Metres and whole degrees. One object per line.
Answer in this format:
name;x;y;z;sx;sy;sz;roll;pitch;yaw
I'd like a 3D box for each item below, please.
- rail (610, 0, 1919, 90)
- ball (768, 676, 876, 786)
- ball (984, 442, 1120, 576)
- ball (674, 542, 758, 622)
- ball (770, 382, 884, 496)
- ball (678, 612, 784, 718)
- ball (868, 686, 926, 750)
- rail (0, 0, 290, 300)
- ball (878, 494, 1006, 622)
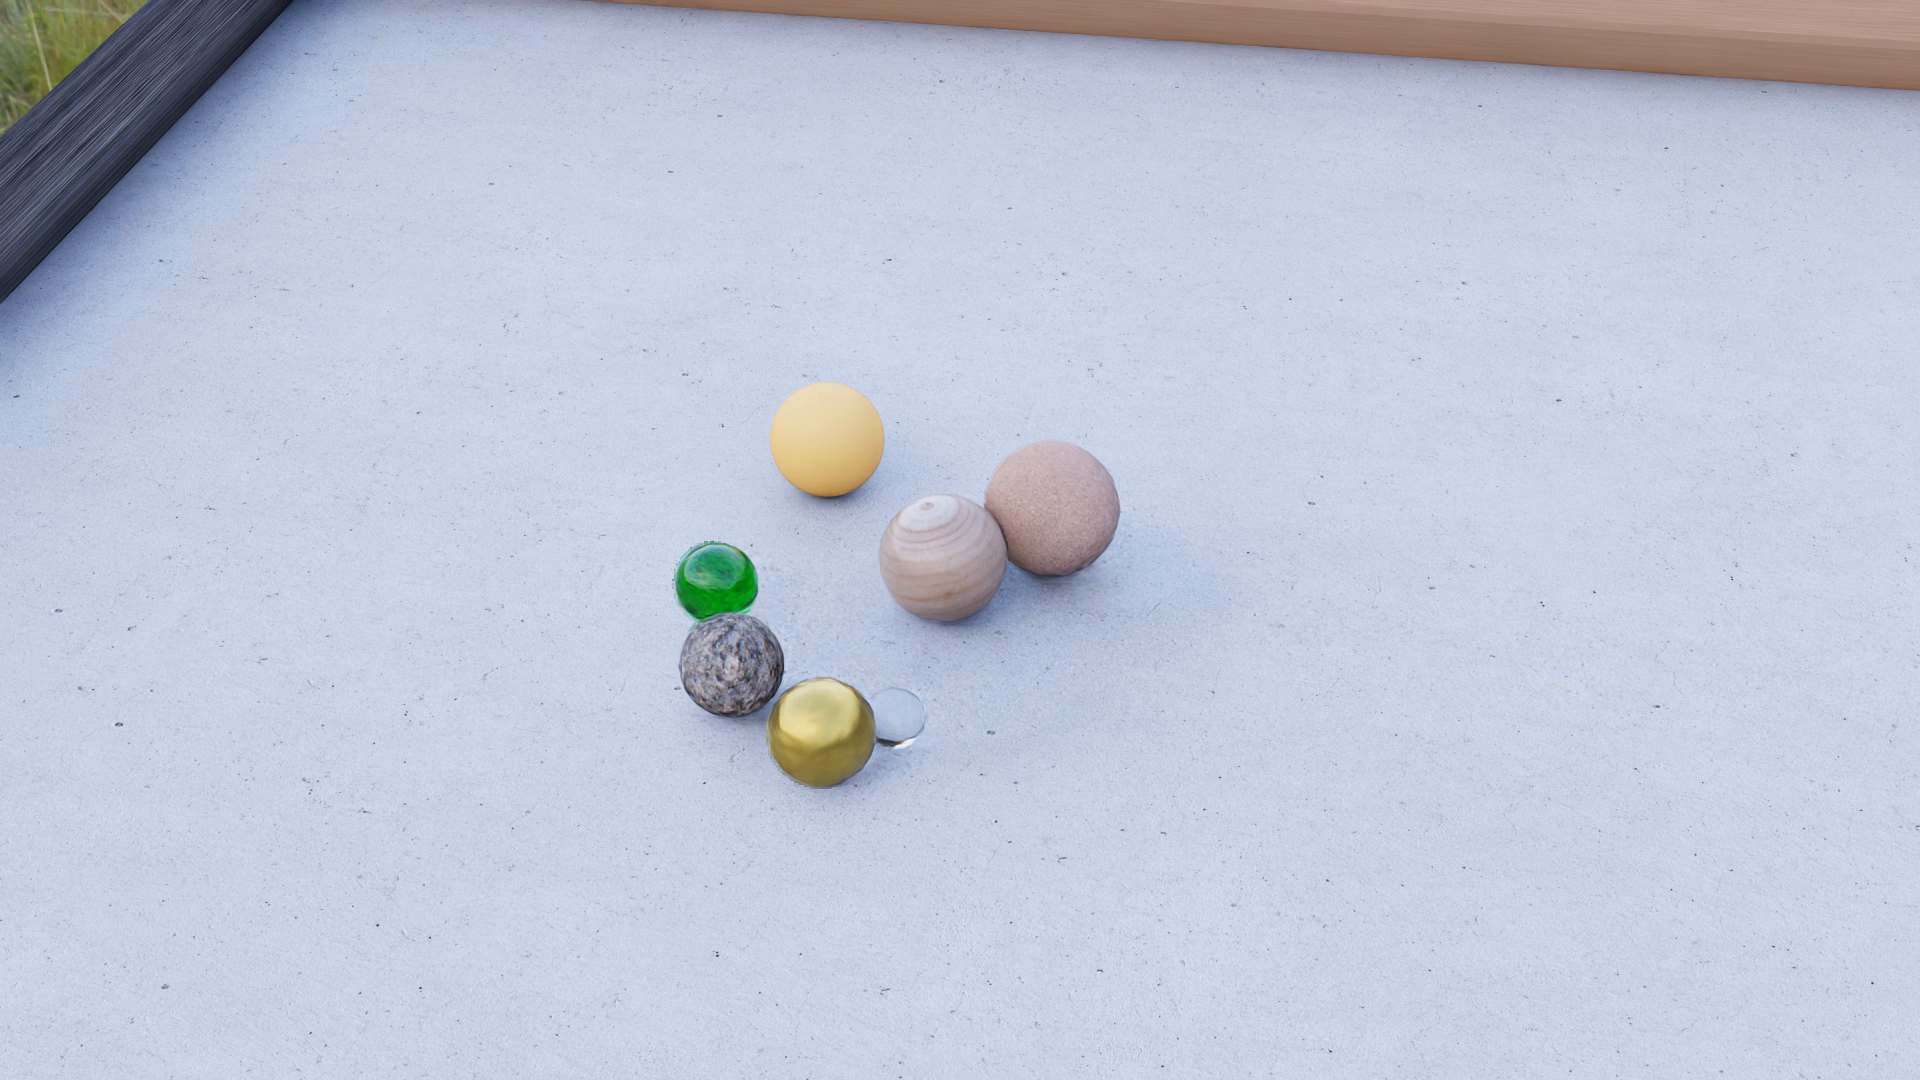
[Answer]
rail;1.049;-0.491;2.538;3.594;0.130;0.045;5;35;8
ball;-0.091;0.127;1.695;0.072;0.072;0.072;0;35;0
ball;0.068;-0.023;1.888;0.100;0.100;0.100;0;35;0
ball;-0.175;0.032;1.844;0.060;0.060;0.060;0;35;0
ball;-0.102;-0.078;1.977;0.089;0.089;0.089;0;35;0
ball;-0.156;0.085;1.755;0.072;0.072;0.072;0;35;0
ball;-0.044;0.120;1.731;0.042;0.042;0.042;0;35;0
rail;-0.863;-0.104;1.977;0.045;0.130;2.021;5;35;8
ball;-0.013;0.013;1.843;0.092;0.092;0.092;0;35;0
